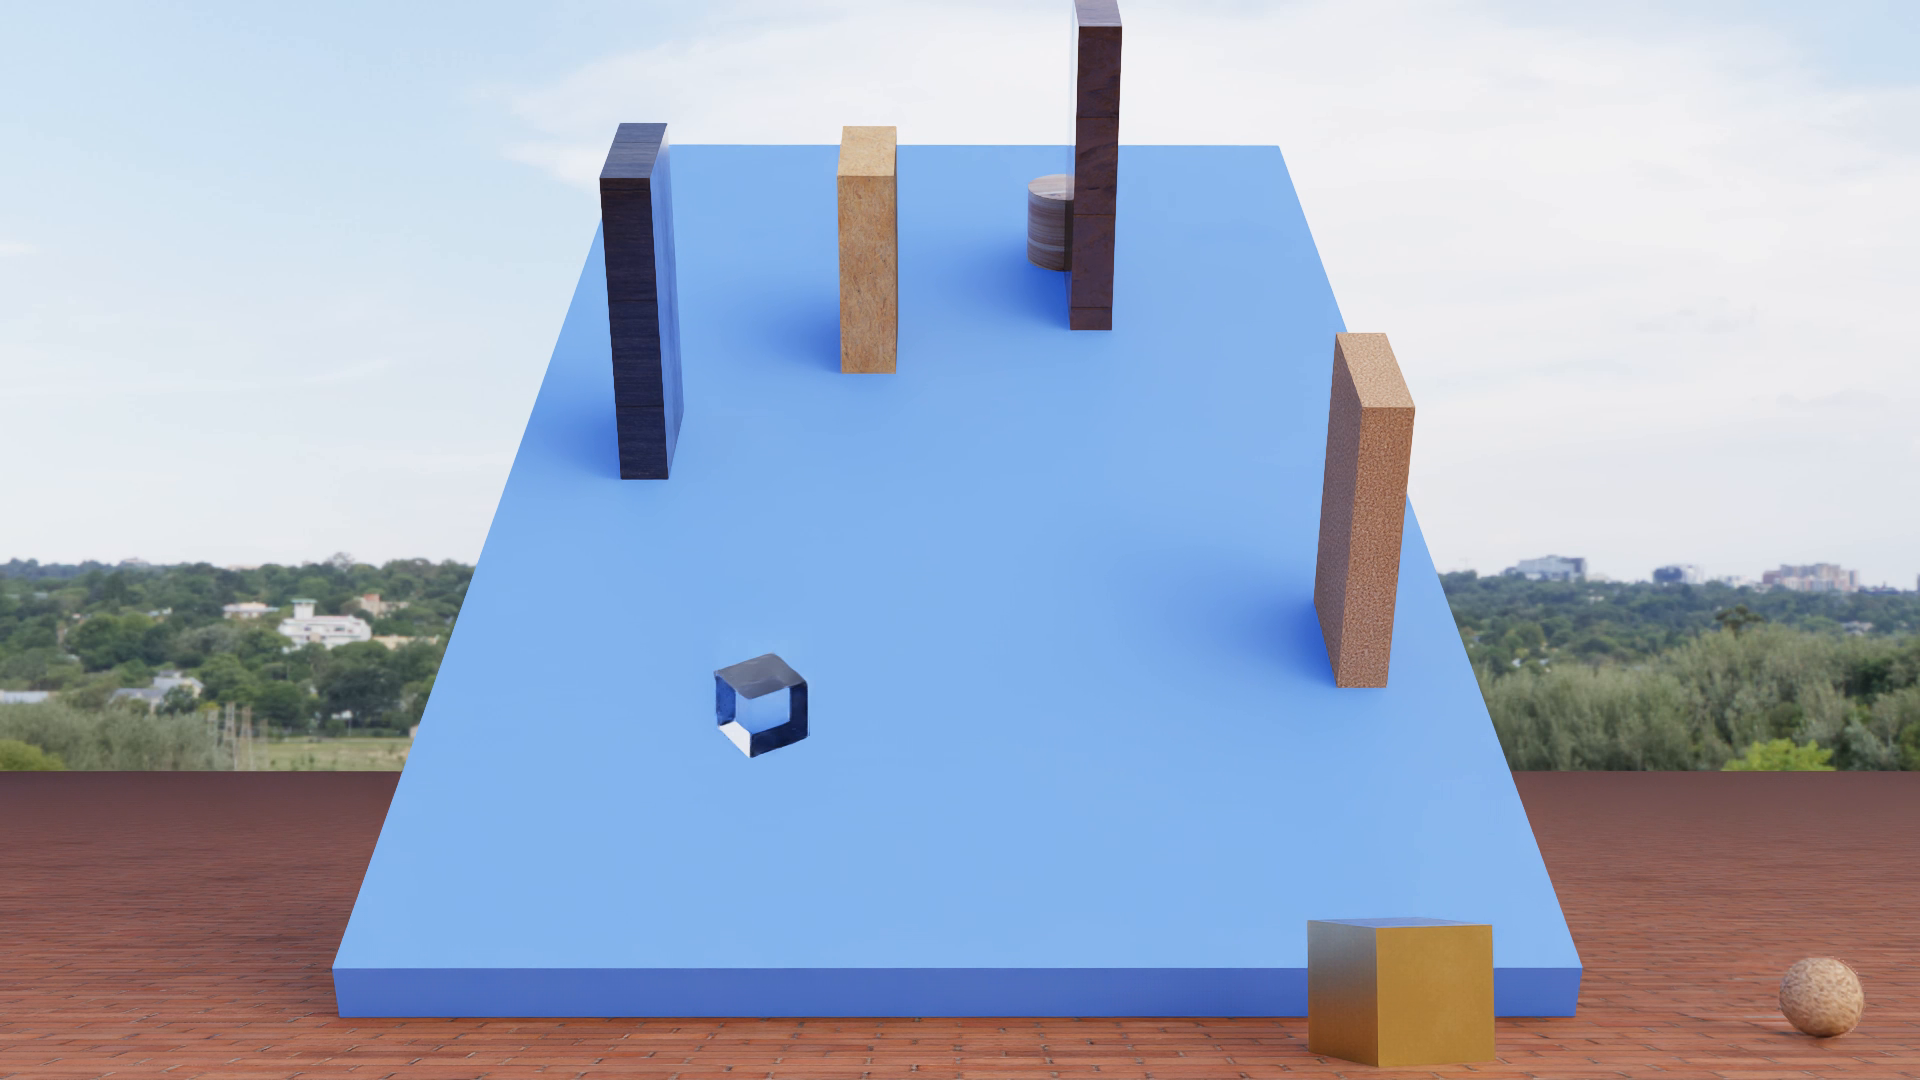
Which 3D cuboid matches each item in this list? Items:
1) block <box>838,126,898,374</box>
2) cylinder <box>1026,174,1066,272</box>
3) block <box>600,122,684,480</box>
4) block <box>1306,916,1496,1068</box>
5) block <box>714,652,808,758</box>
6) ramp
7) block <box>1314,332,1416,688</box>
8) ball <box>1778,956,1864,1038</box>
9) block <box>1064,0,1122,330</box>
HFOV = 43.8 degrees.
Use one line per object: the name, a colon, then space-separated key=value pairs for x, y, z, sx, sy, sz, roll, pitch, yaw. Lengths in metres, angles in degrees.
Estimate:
block: x=-0.223 y=-0.716 z=5.884 sx=0.133 sy=0.508 sz=0.361 roll=0 pitch=28 yaw=0
cylinder: x=0.284 y=-0.860 z=6.476 sx=0.203 sy=0.203 sz=0.203 roll=0 pitch=28 yaw=0
block: x=-0.704 y=-0.532 z=5.329 sx=0.106 sy=0.707 sz=0.360 roll=0 pitch=28 yaw=0
block: x=0.617 y=0.631 z=3.356 sx=0.186 sy=0.186 sz=0.186 roll=2 pitch=-6 yaw=-22
block: x=-0.365 y=0.303 z=4.399 sx=0.124 sy=0.124 sz=0.124 roll=-17 pitch=33 yaw=-29
ramp: x=-0.012 y=-0.221 z=5.608 sx=2.000 sy=0.100 sz=4.000 roll=0 pitch=28 yaw=0
block: x=0.769 y=-0.058 z=4.581 sx=0.095 sy=0.592 sz=0.337 roll=0 pitch=28 yaw=0
ball: x=1.292 y=0.686 z=3.587 sx=0.119 sy=0.119 sz=0.119 roll=0 pitch=-5 yaw=0
block: x=0.334 y=-0.975 z=6.072 sx=0.105 sy=0.788 sz=0.399 roll=0 pitch=28 yaw=0
